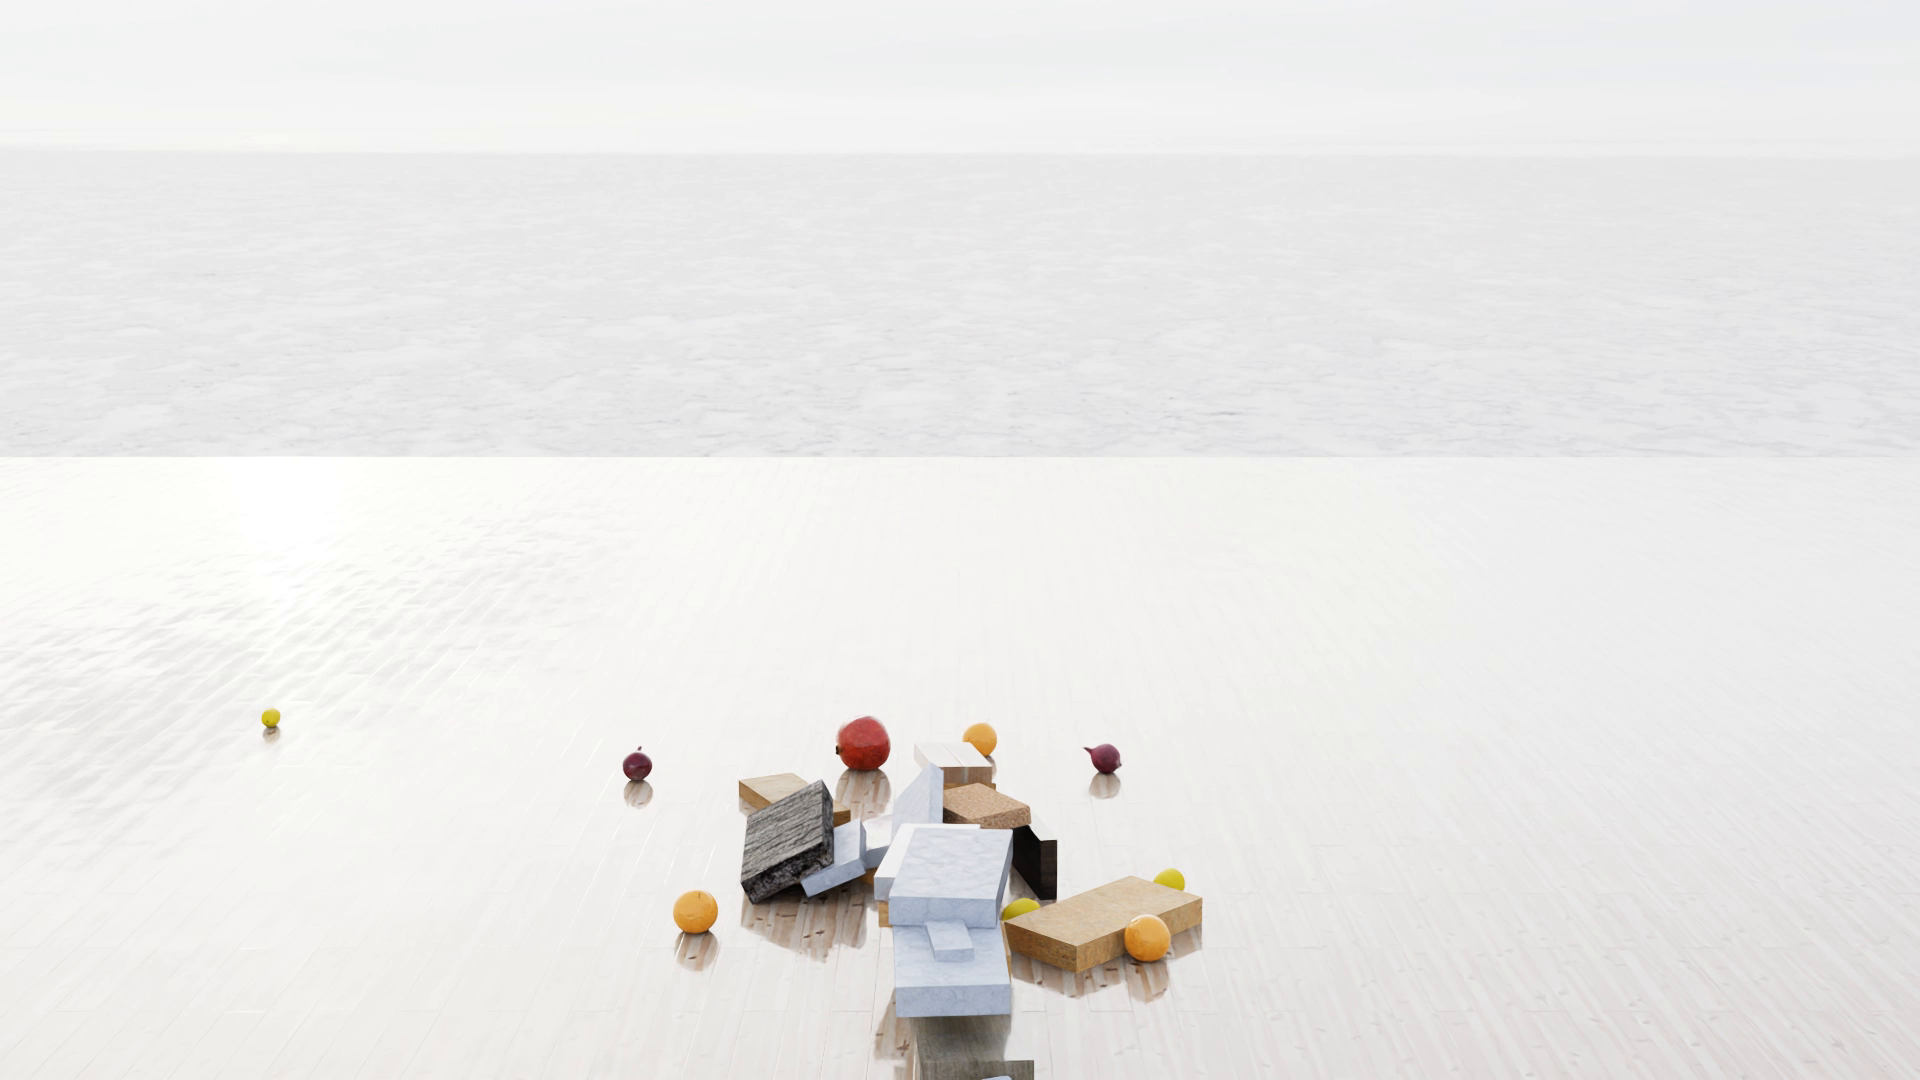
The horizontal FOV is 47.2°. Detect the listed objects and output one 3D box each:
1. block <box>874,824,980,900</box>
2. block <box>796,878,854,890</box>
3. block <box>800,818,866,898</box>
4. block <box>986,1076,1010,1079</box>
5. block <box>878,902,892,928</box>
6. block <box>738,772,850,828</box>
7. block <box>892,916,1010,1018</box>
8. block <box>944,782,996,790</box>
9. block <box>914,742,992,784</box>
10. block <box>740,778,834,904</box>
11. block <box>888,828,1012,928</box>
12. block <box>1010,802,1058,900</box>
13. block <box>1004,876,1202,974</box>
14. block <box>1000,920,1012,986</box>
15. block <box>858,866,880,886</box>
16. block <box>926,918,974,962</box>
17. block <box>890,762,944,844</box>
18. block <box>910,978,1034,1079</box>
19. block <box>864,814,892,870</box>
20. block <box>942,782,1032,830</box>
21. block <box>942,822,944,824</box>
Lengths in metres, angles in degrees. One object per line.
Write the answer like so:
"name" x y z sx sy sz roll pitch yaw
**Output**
"block" -0.048 0.501 3.436 0.128 0.036 0.256 0 11 8
"block" -0.242 0.570 3.732 0.108 0.015 0.054 4 12 21
"block" -0.211 0.533 3.706 0.103 0.029 0.207 -23 11 3
"block" 0.057 0.722 2.833 0.054 0.015 0.108 -4 11 -22
"block" -0.034 0.573 3.402 0.128 0.036 0.256 -2 -7 11
"block" -0.312 0.491 4.114 0.112 0.032 0.269 -5 12 -27
"block" -0.016 0.579 3.061 0.152 0.043 0.303 -1 12 -2
"block" -0.010 0.463 4.074 0.090 0.025 0.179 -3 -7 25
"block" -0.015 0.426 4.216 0.112 0.032 0.223 1 6 -11
"block" -0.295 0.514 3.784 0.152 0.043 0.358 -27 11 2
"block" -0.010 0.496 3.250 0.152 0.043 0.303 1 11 6
"block" 0.124 0.526 3.729 0.029 0.103 0.207 -2 11 -13
"block" 0.229 0.604 3.476 0.152 0.043 0.303 10 15 44
"block" -0.006 0.613 3.265 0.152 0.043 0.303 -1 -1 -1
"block" -0.117 0.566 3.754 0.054 0.015 0.108 9 14 41
"block" -0.015 0.553 3.043 0.054 0.015 0.108 -2 12 -8
"block" -0.073 0.476 3.731 0.029 0.103 0.248 38 17 -13
"block" 0.011 0.682 3.055 0.152 0.043 0.303 -1 11 -4
"block" -0.139 0.525 3.842 0.112 0.032 0.223 -16 6 15
"block" 0.027 0.462 3.772 0.110 0.031 0.220 -10 8 -21
"block" 0.011 0.498 3.915 0.090 0.025 0.179 -2 -6 -1
